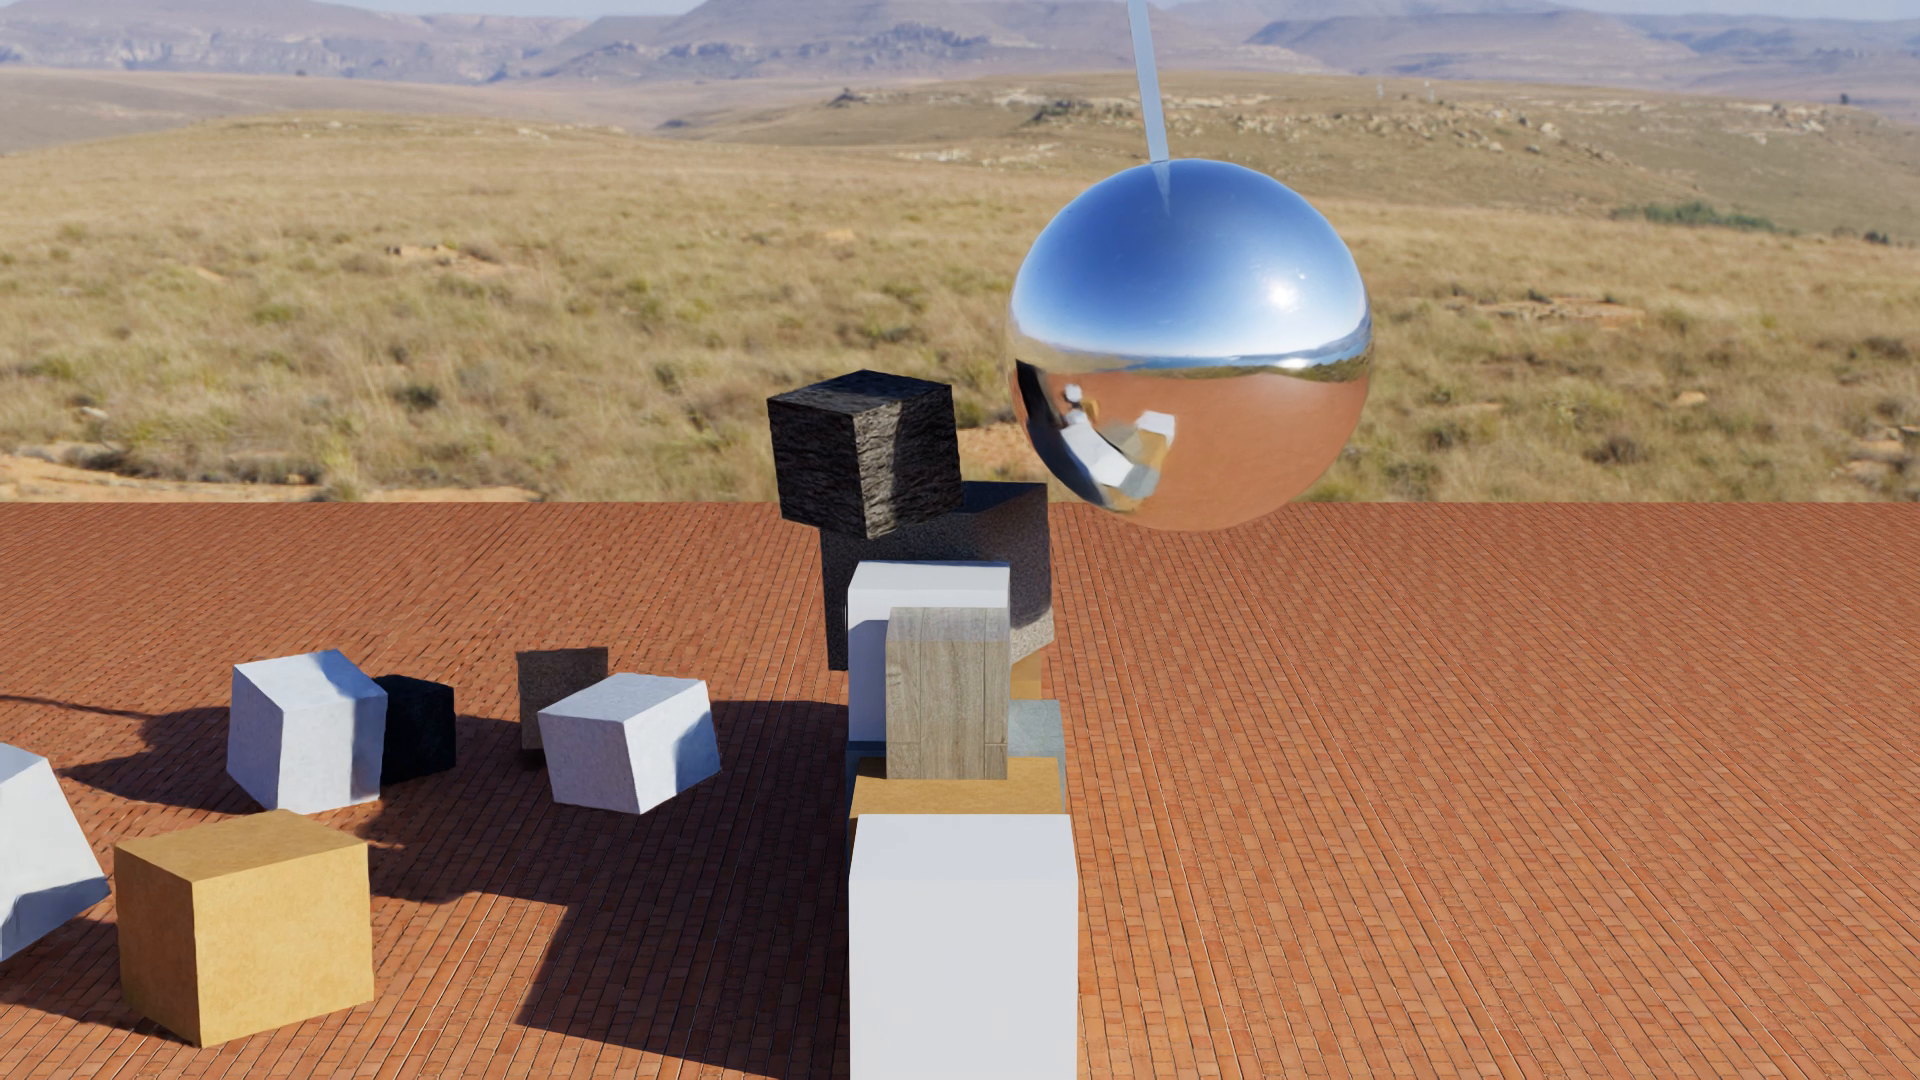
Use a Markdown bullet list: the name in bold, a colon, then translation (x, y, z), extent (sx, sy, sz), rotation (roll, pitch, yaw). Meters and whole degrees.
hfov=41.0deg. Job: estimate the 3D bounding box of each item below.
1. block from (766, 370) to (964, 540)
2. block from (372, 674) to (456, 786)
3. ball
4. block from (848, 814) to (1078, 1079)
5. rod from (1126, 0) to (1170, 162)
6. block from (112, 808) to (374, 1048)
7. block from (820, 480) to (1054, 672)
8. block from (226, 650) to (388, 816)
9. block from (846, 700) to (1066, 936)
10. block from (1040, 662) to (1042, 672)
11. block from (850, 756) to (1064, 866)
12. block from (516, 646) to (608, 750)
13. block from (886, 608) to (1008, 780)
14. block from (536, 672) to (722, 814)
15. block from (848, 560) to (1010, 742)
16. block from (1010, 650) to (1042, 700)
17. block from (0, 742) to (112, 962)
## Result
- **block**: translation (-0.411, -0.382, 11.165), extent (0.545, 0.549, 0.605), rotation (-20, 22, -37)
- **block**: translation (-2.906, 0.963, 13.090), extent (0.471, 0.423, 0.452), rotation (8, 13, 37)
- **ball**: translation (0.977, -0.834, 11.029), extent (1.600, 1.600, 1.600), rotation (0, 10, 0)
- **block**: translation (0.014, 1.478, 9.259), extent (0.787, 0.778, 0.794), rotation (0, 10, 0)
- **rod**: translation (0.423, -4.134, 10.429), extent (0.080, 5.200, 0.080), rotation (-9, 10, 2)
- **block**: translation (-2.726, 1.460, 9.772), extent (0.715, 0.632, 0.636), rotation (-10, 14, -43)
- **block**: translation (-0.096, 0.162, 11.640), extent (0.775, 0.740, 0.769), rotation (2, 12, 25)
- **block**: translation (-3.176, 0.938, 12.470), extent (0.543, 0.578, 0.535), rotation (-9, 28, -40)
- **block**: translation (-0.015, 1.168, 10.938), extent (0.896, 0.789, 0.868), rotation (0, 10, 0)
- **block**: translation (0.013, 0.875, 12.696), extent (0.747, 0.736, 0.891), rotation (0, 10, 0)
- **block**: translation (-0.010, 1.337, 10.083), extent (0.801, 0.763, 0.874), rotation (0, 10, 0)
- **block**: translation (-2.052, 0.818, 13.352), extent (0.455, 0.494, 0.507), rotation (-4, -2, -7)
- **block**: translation (-0.046, 0.609, 10.265), extent (0.476, 0.569, 0.475), rotation (0, 15, 1)
- **block**: translation (-1.376, 0.839, 10.692), extent (0.498, 0.400, 0.501), rotation (3, 19, 37)
- **block**: translation (-0.120, 0.461, 10.836), extent (0.652, 0.639, 0.641), rotation (0, 10, 2)
- **block**: translation (-0.002, 0.968, 11.795), extent (0.748, 0.871, 0.861), rotation (0, 10, 2)
- **block**: translation (-3.949, 1.261, 10.199), extent (0.689, 0.636, 0.691), rotation (7, 33, 47)
